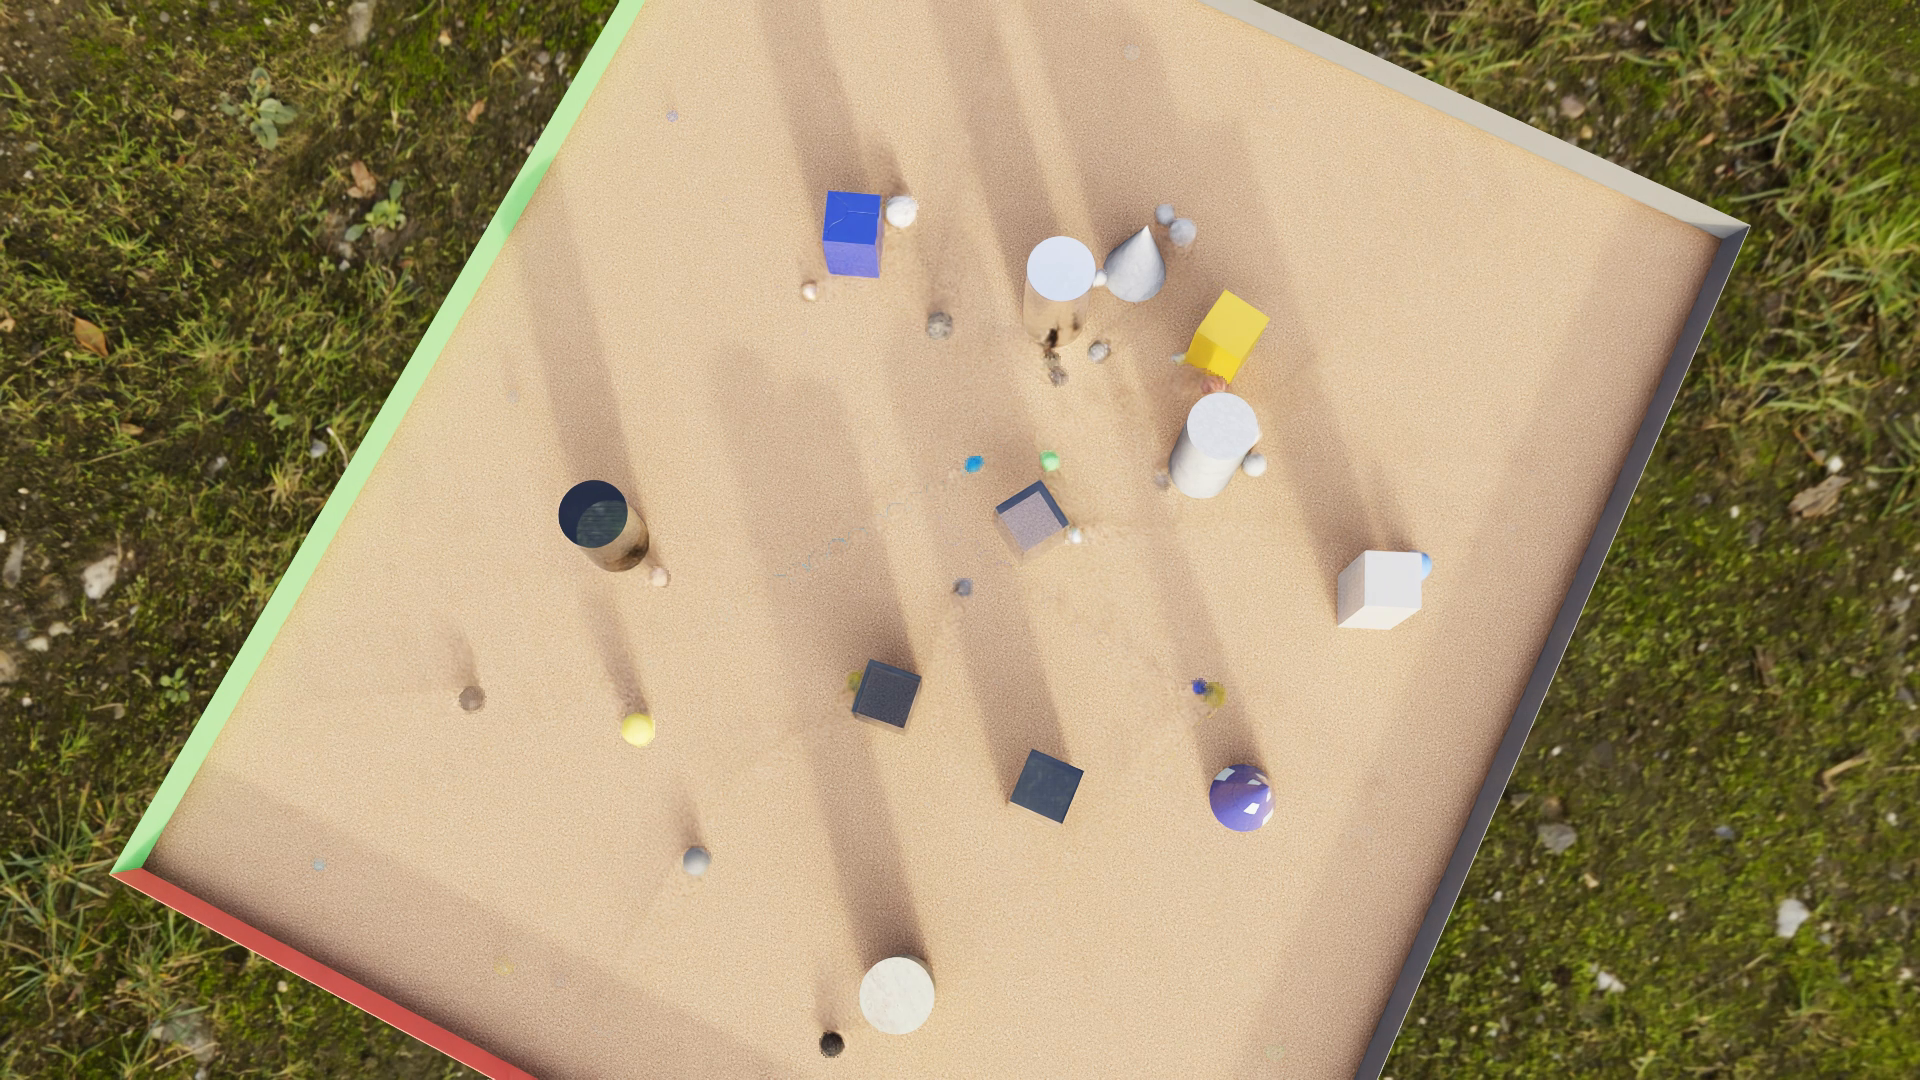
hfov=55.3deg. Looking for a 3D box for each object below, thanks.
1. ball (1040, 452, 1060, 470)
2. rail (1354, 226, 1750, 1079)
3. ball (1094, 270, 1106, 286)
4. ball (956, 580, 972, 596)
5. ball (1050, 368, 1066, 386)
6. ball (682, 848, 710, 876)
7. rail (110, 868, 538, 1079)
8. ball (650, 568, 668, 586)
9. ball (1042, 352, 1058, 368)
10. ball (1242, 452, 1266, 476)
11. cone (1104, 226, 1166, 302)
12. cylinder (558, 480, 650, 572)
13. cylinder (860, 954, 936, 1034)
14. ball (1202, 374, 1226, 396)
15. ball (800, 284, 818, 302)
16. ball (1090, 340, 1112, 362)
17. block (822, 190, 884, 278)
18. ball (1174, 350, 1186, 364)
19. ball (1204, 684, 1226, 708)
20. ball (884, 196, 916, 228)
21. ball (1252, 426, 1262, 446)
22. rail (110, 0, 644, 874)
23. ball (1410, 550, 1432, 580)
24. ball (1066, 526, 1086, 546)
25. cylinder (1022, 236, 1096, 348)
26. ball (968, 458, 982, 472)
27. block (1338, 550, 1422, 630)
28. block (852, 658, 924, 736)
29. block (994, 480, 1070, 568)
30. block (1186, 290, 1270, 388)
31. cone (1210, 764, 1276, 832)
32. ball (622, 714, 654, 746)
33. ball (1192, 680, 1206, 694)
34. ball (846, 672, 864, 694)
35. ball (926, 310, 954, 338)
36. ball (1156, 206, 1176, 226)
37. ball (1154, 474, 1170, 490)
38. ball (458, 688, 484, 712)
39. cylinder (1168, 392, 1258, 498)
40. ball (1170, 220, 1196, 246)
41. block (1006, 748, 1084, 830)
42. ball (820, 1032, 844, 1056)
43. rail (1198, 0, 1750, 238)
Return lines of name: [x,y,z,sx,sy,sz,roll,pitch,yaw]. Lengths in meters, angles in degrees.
ball: [0.276,-0.242,5.636,0.060,0.060,0.060,0,78,0]
rail: [1.546,0.764,5.391,0.045,0.130,3.969,26,80,5]
ball: [0.435,-0.823,5.760,0.053,0.053,0.053,0,78,0]
ball: [0.011,0.146,5.560,0.052,0.052,0.052,0,78,0]
ball: [0.305,-0.507,5.695,0.053,0.053,0.053,0,78,0]
ball: [-0.774,0.945,5.379,0.082,0.082,0.082,0,78,0]
rail: [-0.877,1.724,5.192,3.505,0.130,0.045,26,80,5]
ball: [-0.914,0.114,5.564,0.056,0.056,0.056,0,78,0]
ball: [0.282,-0.558,5.707,0.049,0.049,0.049,0,78,0]
ball: [0.902,-0.232,5.628,0.072,0.072,0.072,0,78,0]
cone: [0.552,-0.888,5.597,0.200,0.398,0.200,0,78,0]
cylinder: [-1.050,-0.036,5.430,0.200,0.380,0.200,0,78,0]
cylinder: [-0.168,1.261,5.109,0.200,0.483,0.200,0,78,0]
ball: [0.784,-0.474,5.657,0.075,0.075,0.075,0,78,0]
ball: [-0.471,-0.775,5.748,0.057,0.057,0.057,0,78,0]
ball: [0.436,-0.589,5.704,0.068,0.068,0.068,0,78,0]
block: [-0.327,-0.941,5.662,0.160,0.292,0.160,5,78,1]
ball: [0.682,-0.566,5.672,0.040,0.040,0.040,0,78,0]
ball: [0.762,0.467,5.486,0.067,0.067,0.067,0,78,0]
ball: [-0.187,-1.037,5.780,0.100,0.100,0.100,0,78,0]
ball: [0.881,-0.329,5.639,0.090,0.090,0.090,0,78,0]
rail: [-1.546,-0.750,5.705,0.045,0.130,3.969,26,80,5]
ball: [1.379,0.078,5.552,0.094,0.094,0.094,0,78,0]
ball: [0.352,-0.010,5.587,0.059,0.059,0.059,0,78,0]
cylinder: [0.295,-0.744,5.545,0.200,0.442,0.200,0,78,0]
ball: [0.046,-0.229,5.641,0.046,0.046,0.046,0,78,0]
block: [1.229,0.151,5.388,0.160,0.386,0.160,3,78,1]
block: [-0.211,0.467,5.396,0.160,0.242,0.160,18,79,4]
block: [0.213,-0.047,5.502,0.160,0.244,0.160,-32,80,-6]
block: [0.813,-0.612,5.597,0.160,0.287,0.160,35,80,7]
cone: [0.842,0.720,5.224,0.200,0.476,0.200,0,78,0]
ball: [-0.960,0.563,5.451,0.096,0.096,0.096,0,78,0]
ball: [0.717,0.443,5.504,0.040,0.040,0.040,0,78,0]
ball: [-0.310,0.428,5.495,0.064,0.064,0.064,0,78,0]
ball: [-0.062,-0.671,5.711,0.087,0.087,0.087,0,78,0]
ball: [0.651,-1.024,5.797,0.062,0.062,0.062,0,78,0]
ball: [0.620,-0.179,5.629,0.048,0.048,0.048,0,78,0]
ball: [-1.461,0.477,5.480,0.074,0.074,0.074,0,78,0]
cylinder: [0.743,-0.274,5.428,0.200,0.481,0.200,0,78,0]
ball: [0.701,-0.968,5.775,0.083,0.083,0.083,0,78,0]
block: [0.243,0.722,5.283,0.160,0.361,0.160,23,79,5]
ball: [-0.367,1.454,5.281,0.068,0.068,0.068,0,78,0]
rail: [0.877,-1.710,5.903,3.505,0.130,0.045,26,80,5]
